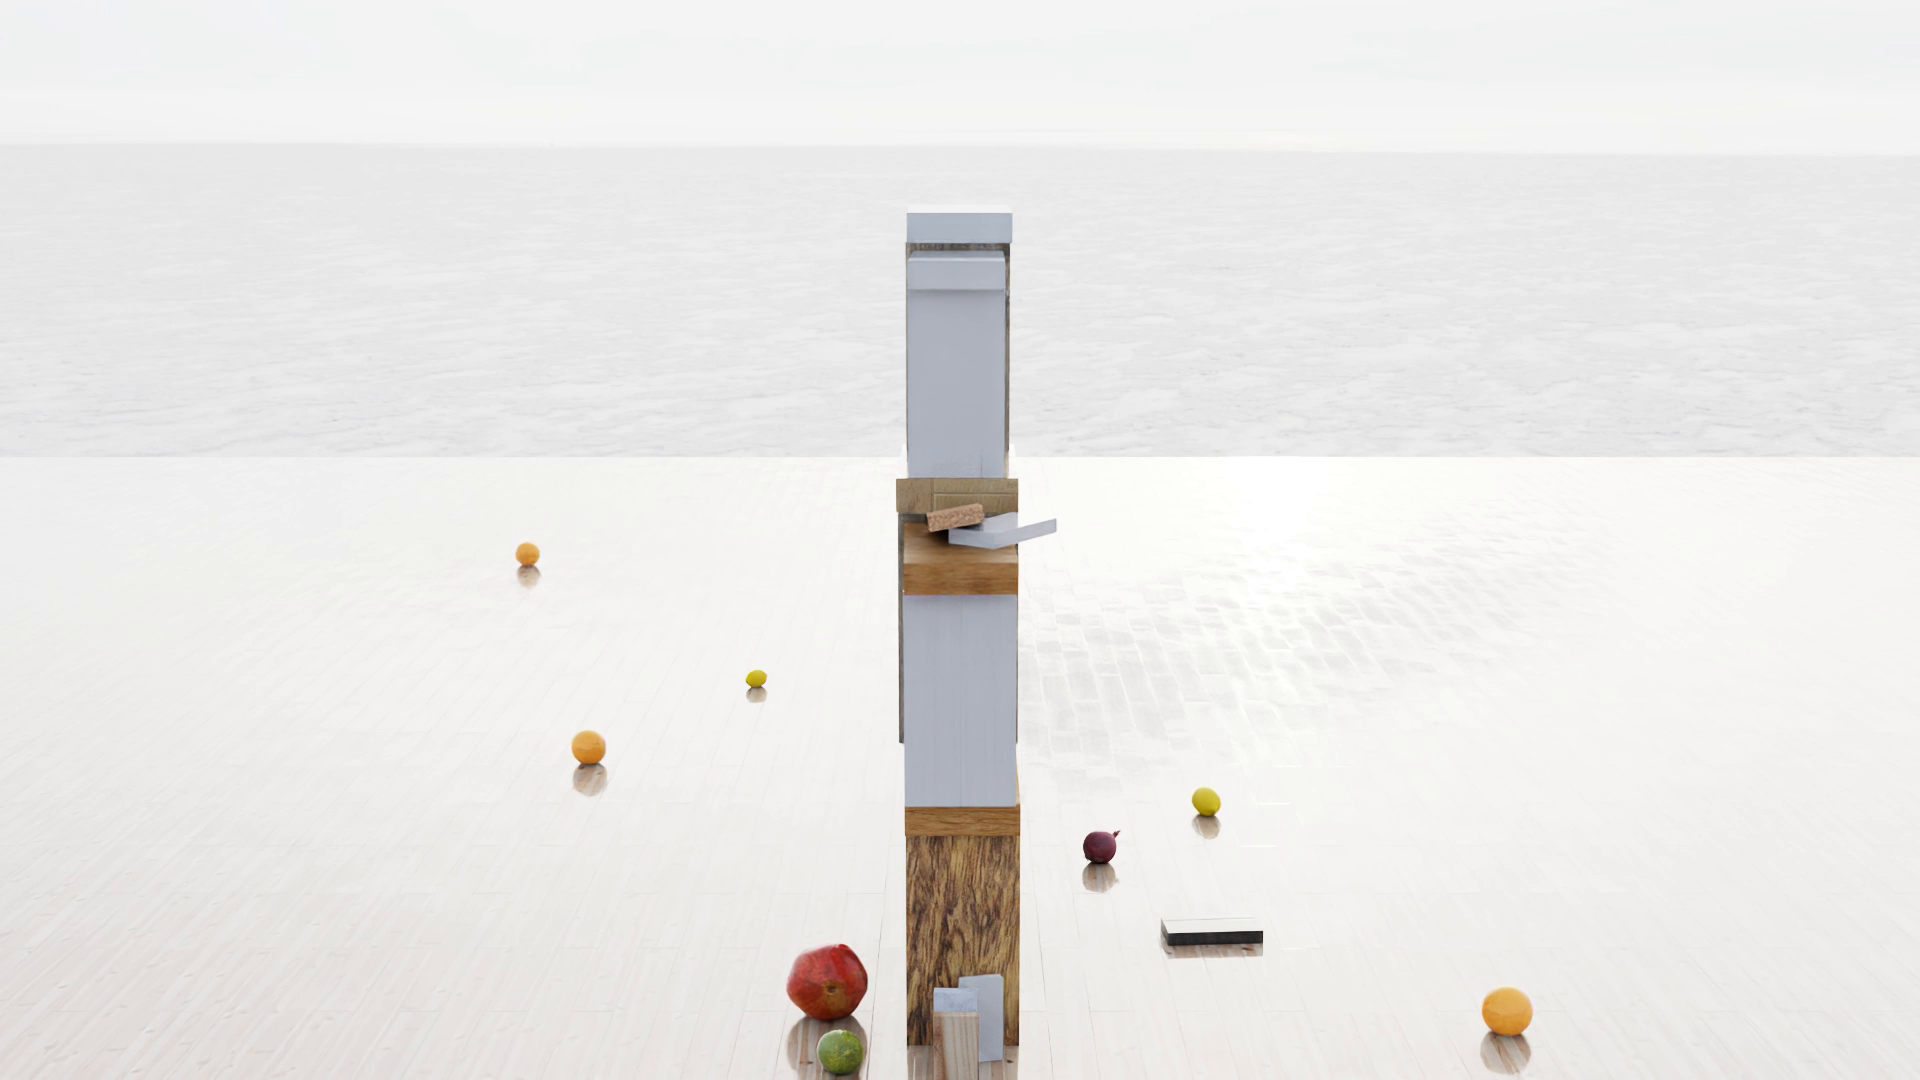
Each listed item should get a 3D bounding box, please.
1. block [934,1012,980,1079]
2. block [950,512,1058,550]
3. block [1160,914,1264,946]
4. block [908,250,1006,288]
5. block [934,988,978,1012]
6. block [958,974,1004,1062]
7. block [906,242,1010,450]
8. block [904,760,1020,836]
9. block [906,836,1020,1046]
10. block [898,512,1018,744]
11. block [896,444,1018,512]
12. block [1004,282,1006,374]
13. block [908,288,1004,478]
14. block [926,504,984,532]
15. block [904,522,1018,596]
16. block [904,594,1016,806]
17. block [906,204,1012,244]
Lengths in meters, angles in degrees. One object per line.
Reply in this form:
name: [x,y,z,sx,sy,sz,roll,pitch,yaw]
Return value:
block: [-0.005,0.677,2.880,0.059,0.118,0.017,0,11,0]
block: [0.060,-0.014,3.018,0.075,0.021,0.150,8,13,36]
block: [0.397,0.615,3.474,0.150,0.021,0.075,-1,11,-4]
block: [-0.004,-0.395,3.207,0.136,0.039,0.272,0,11,1]
block: [-0.005,0.662,2.959,0.059,0.118,0.017,1,11,4]
block: [0.028,0.654,3.003,0.059,0.118,0.017,-3,11,-14]
block: [-0.003,-0.303,3.424,0.161,0.322,0.046,0,11,0]
block: [0.004,0.349,3.122,0.157,0.044,0.314,0,11,0]
block: [0.004,0.545,3.052,0.157,0.314,0.044,0,11,0]
block: [-0.003,0.123,3.252,0.176,0.353,0.050,0,10,0]
block: [-0.003,-0.096,3.331,0.176,0.050,0.353,0,11,0]
block: [-0.001,-0.259,3.323,0.136,0.272,0.039,0,11,-2]
block: [-0.006,-0.226,3.147,0.136,0.272,0.039,0,11,0]
block: [-0.007,-0.031,3.021,0.075,0.021,0.150,-11,3,-1]
block: [-0.001,0.023,2.997,0.149,0.042,0.299,0,11,-1]
block: [0.000,0.208,2.940,0.149,0.299,0.042,0,14,0]
block: [-0.001,-0.504,3.498,0.161,0.046,0.322,0,11,0]
